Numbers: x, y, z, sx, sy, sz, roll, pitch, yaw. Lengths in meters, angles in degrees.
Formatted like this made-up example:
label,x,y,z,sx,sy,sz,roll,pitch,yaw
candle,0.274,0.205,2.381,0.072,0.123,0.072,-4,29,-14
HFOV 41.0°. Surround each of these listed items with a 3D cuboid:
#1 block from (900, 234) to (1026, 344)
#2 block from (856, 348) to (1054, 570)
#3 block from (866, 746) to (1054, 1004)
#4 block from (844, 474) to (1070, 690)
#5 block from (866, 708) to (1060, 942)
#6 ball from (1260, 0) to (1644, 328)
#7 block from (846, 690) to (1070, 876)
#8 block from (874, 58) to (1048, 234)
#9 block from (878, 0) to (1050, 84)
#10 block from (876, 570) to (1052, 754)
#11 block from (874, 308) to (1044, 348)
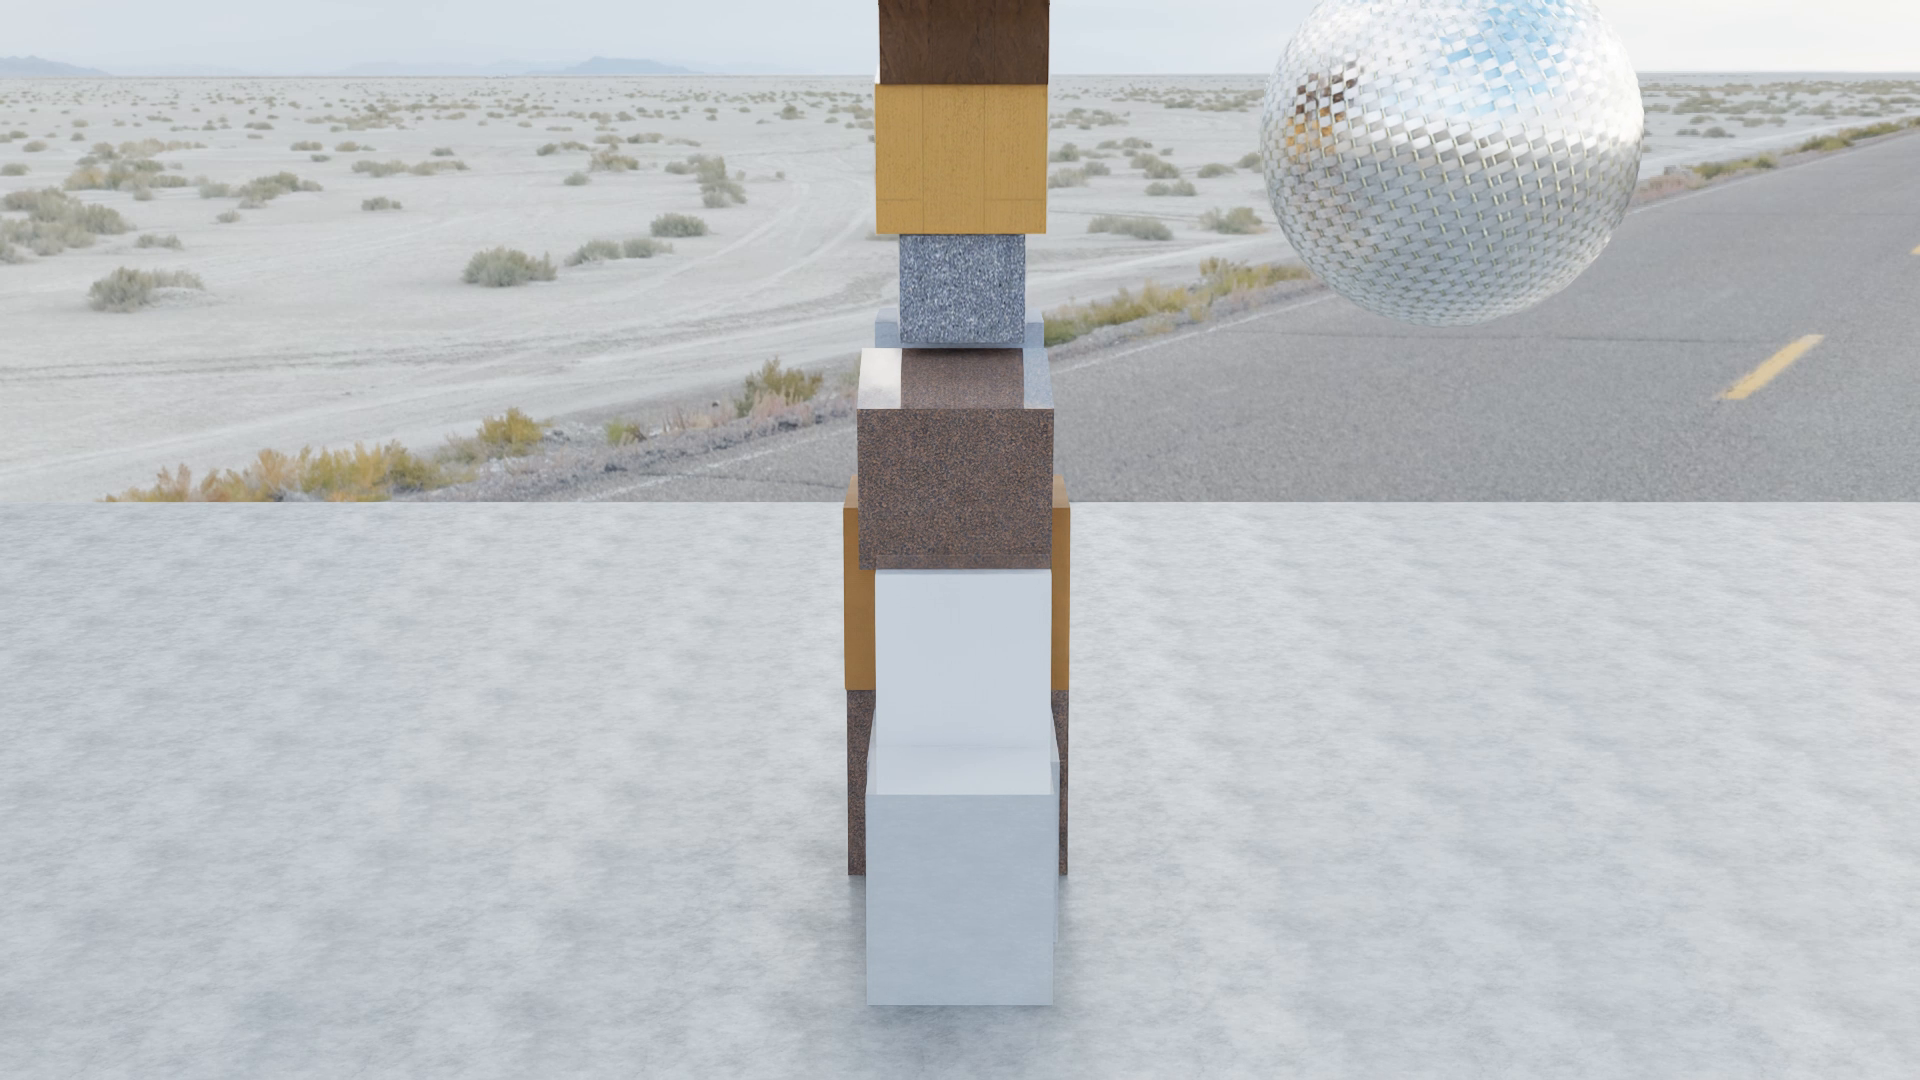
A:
label,x,y,z,sx,sy,sz,roll,pitch,yaw
block,0.010,-1.149,10.930,0.522,0.475,0.594,0,20,0
block,-0.021,-0.347,10.668,0.783,0.694,0.766,0,23,0
block,-0.001,1.304,10.071,0.710,0.832,0.705,0,10,0
block,-0.014,0.176,11.607,0.983,0.808,0.921,0,10,0
block,0.013,1.193,10.870,0.778,0.763,0.887,0,10,0
ball,2.074,-1.700,10.871,1.600,1.600,1.600,0,10,0
block,-0.010,0.989,11.761,0.974,0.847,0.918,0,10,0
block,0.005,-1.662,10.739,0.699,0.621,0.652,0,20,0
block,0.017,-2.276,10.511,0.680,0.688,0.710,0,20,0
block,0.014,0.439,10.788,0.710,0.750,0.767,0,10,0
block,-0.003,-0.611,11.463,0.729,0.792,0.712,0,10,0
